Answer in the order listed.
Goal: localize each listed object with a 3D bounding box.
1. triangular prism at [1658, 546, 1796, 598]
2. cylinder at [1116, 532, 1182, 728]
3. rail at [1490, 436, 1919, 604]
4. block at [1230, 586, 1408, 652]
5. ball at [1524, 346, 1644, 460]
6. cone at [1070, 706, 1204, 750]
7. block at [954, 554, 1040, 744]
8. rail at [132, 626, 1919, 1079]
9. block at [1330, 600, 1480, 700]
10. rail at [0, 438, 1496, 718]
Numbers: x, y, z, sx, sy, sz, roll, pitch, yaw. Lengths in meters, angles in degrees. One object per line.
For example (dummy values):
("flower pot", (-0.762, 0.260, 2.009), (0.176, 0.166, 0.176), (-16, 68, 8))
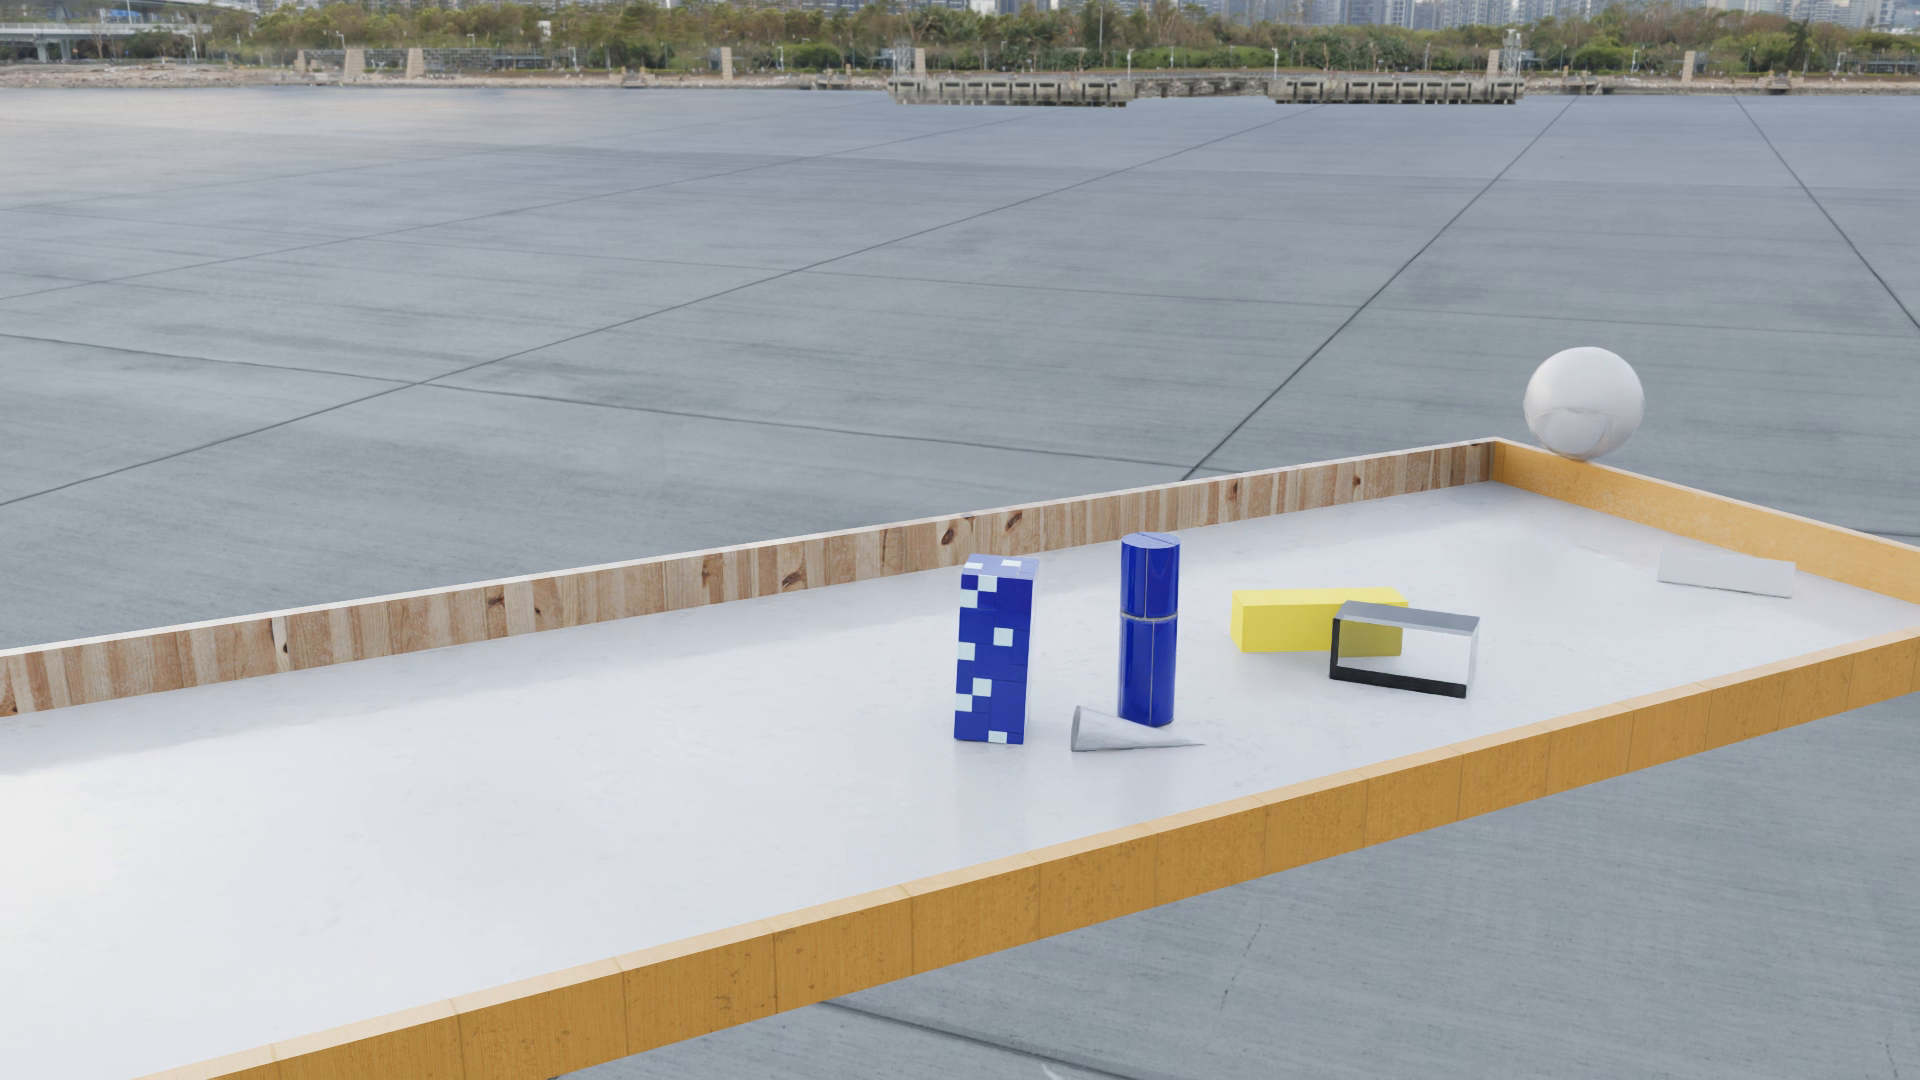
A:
("triangular prism", (2.269, 0.087, 4.885), (0.362, 0.093, 0.108), (8, 19, 26))
("cylinder", (0.440, 0.211, 3.859), (0.136, 0.439, 0.136), (0, 16, 0))
("rail", (2.466, -0.048, 5.253), (0.050, 0.150, 2.100), (-9, 18, -27))
("block", (0.957, 0.212, 4.404), (0.441, 0.130, 0.130), (-1, 16, -4))
("ball", (2.169, -0.475, 5.741), (0.394, 0.394, 0.394), (0, 16, 0))
("cone", (0.414, 0.446, 3.750), (0.310, 0.100, 0.100), (8, 16, -5))
("block", (0.084, 0.249, 3.792), (0.160, 0.396, 0.160), (5, 17, 7))
("rail", (-2.336, 1.006, 1.665), (12.000, 0.150, 0.050), (-9, 18, -27))
("block", (1.117, 0.271, 4.145), (0.334, 0.161, 0.161), (7, 18, 23))
("rail", (-3.305, 0.497, 3.399), (12.000, 0.150, 0.050), (-9, 18, -27))
